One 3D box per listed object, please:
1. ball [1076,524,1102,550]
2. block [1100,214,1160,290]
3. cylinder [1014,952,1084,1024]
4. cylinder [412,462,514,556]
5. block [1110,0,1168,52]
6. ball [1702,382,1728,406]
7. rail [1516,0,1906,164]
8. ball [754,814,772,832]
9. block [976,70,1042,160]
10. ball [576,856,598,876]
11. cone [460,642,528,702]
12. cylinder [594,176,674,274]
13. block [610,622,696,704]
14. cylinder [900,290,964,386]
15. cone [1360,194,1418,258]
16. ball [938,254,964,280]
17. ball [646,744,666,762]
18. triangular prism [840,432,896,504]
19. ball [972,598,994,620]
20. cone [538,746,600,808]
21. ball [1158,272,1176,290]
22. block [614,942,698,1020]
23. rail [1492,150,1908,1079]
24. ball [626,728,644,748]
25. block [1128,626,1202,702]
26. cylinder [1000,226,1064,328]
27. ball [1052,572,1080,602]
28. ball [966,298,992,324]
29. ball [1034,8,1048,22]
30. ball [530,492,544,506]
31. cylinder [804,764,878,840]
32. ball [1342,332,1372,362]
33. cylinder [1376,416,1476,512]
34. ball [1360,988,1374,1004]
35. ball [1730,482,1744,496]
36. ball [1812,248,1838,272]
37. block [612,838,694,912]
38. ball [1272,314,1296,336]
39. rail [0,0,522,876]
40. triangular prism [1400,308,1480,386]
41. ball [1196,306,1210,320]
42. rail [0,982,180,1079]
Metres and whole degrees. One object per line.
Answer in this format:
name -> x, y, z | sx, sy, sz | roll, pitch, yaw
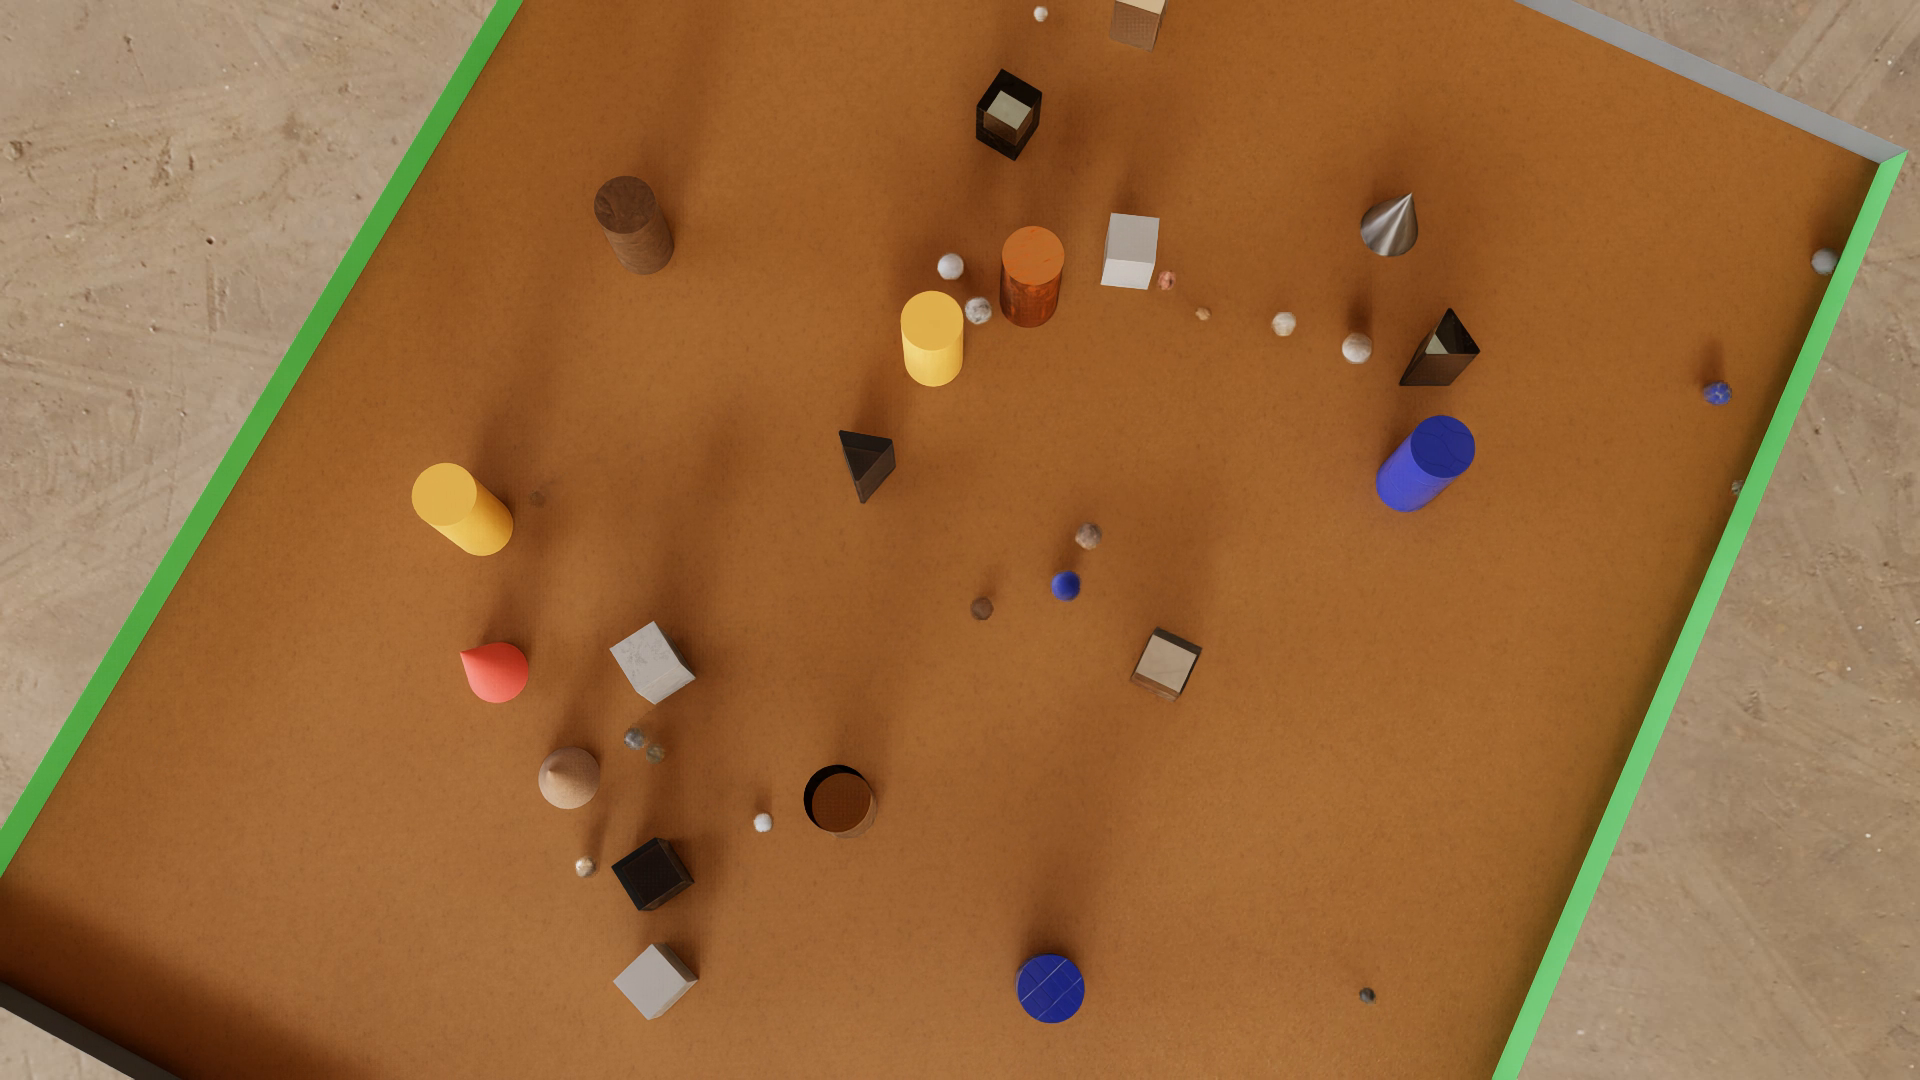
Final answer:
ball -> 0.391, -0.010, 5.579 | 0.077, 0.077, 0.077 | 0, 78, 0
block -> 0.526, -0.893, 5.682 | 0.147, 0.234, 0.147 | 6, 78, 1
cylinder -> 0.251, 1.266, 5.193 | 0.184, 0.317, 0.184 | 0, 78, 0
cylinder -> -1.464, -0.085, 5.412 | 0.184, 0.434, 0.184 | 0, 78, 0
block -> 0.577, -1.699, 5.837 | 0.147, 0.255, 0.147 | 19, 79, 4
ball -> 2.340, -0.454, 5.672 | 0.075, 0.075, 0.075 | 0, 78, 0
rail -> 1.082, -2.113, 5.991 | 4.212, 0.120, 0.045 | 26, 80, 5
ball -> -0.583, 0.835, 5.417 | 0.052, 0.052, 0.052 | 0, 78, 0
block -> 0.152, -1.336, 5.770 | 0.147, 0.240, 0.147 | 32, 80, 6
ball -> -1.097, 0.959, 5.387 | 0.060, 0.060, 0.060 | 0, 78, 0
cone -> -1.395, 0.356, 5.321 | 0.184, 0.434, 0.184 | 0, 78, 0
cylinder -> -0.999, -0.964, 5.635 | 0.184, 0.354, 0.184 | 0, 78, 0
block -> -0.897, 0.364, 5.377 | 0.147, 0.321, 0.147 | -33, 80, -6
cylinder -> -0.082, -0.606, 5.554 | 0.184, 0.368, 0.184 | 0, 78, 0
cone -> 1.364, -1.017, 5.673 | 0.184, 0.302, 0.184 | 0, 78, 0
ball -> -0.028, -0.856, 5.751 | 0.082, 0.082, 0.082 | 0, 78, 0
ball -> -0.905, 0.634, 5.457 | 0.054, 0.054, 0.054 | 0, 78, 0
triangular prism -> -0.302, -0.245, 5.513 | 0.138, 0.302, 0.160 | 40, 81, 8
ball -> 0.068, 0.209, 5.540 | 0.066, 0.066, 0.066 | 0, 78, 0
cone -> -1.166, 0.681, 5.332 | 0.184, 0.281, 0.184 | 0, 78, 0
ball -> 0.648, -0.812, 5.755 | 0.057, 0.057, 0.057 | 0, 78, 0
block -> -0.867, 1.259, 5.238 | 0.147, 0.231, 0.147 | -44, 82, -8
rail -> 1.862, 0.918, 5.364 | 0.045, 0.120, 4.886 | 26, 80, 5
ball -> -0.968, 0.590, 5.466 | 0.057, 0.057, 0.057 | 0, 78, 0
block -> 0.607, 0.370, 5.424 | 0.147, 0.227, 0.147 | 25, 79, 5
cylinder -> 0.215, -0.795, 5.578 | 0.184, 0.397, 0.184 | 0, 78, 0
ball -> 0.320, 0.141, 5.541 | 0.090, 0.090, 0.090 | 0, 78, 0
ball -> 0.060, -0.716, 5.721 | 0.084, 0.084, 0.084 | 0, 78, 0
ball -> 0.263, -1.706, 5.947 | 0.043, 0.043, 0.043 | 0, 78, 0
ball -> -1.296, -0.128, 5.620 | 0.044, 0.044, 0.044 | 0, 78, 0
cylinder -> -0.337, 0.753, 5.237 | 0.184, 0.438, 0.184 | 0, 78, 0
ball -> 1.234, -0.599, 5.693 | 0.092, 0.092, 0.092 | 0, 78, 0
cylinder -> 1.374, -0.220, 5.433 | 0.184, 0.449, 0.184 | 0, 78, 0
ball -> 1.182, 1.322, 5.321 | 0.043, 0.043, 0.043 | 0, 78, 0
ball -> 2.391, -0.159, 5.627 | 0.043, 0.043, 0.043 | 0, 78, 0
ball -> 2.718, -0.879, 5.758 | 0.078, 0.078, 0.078 | 0, 78, 0
block -> -0.884, 0.967, 5.290 | 0.147, 0.247, 0.147 | -33, 80, -6
ball -> 1.010, -0.672, 5.719 | 0.071, 0.071, 0.071 | 0, 78, 0
rail -> -1.862, -0.906, 5.741 | 0.045, 0.120, 4.886 | 26, 80, 5
triangular prism -> 1.449, -0.585, 5.568 | 0.160, 0.332, 0.138 | 0, 78, 0
ball -> 0.761, -0.709, 5.741 | 0.042, 0.042, 0.042 | 0, 78, 0
rail -> -1.082, 2.125, 5.115 | 4.212, 0.120, 0.045 | 26, 80, 5
